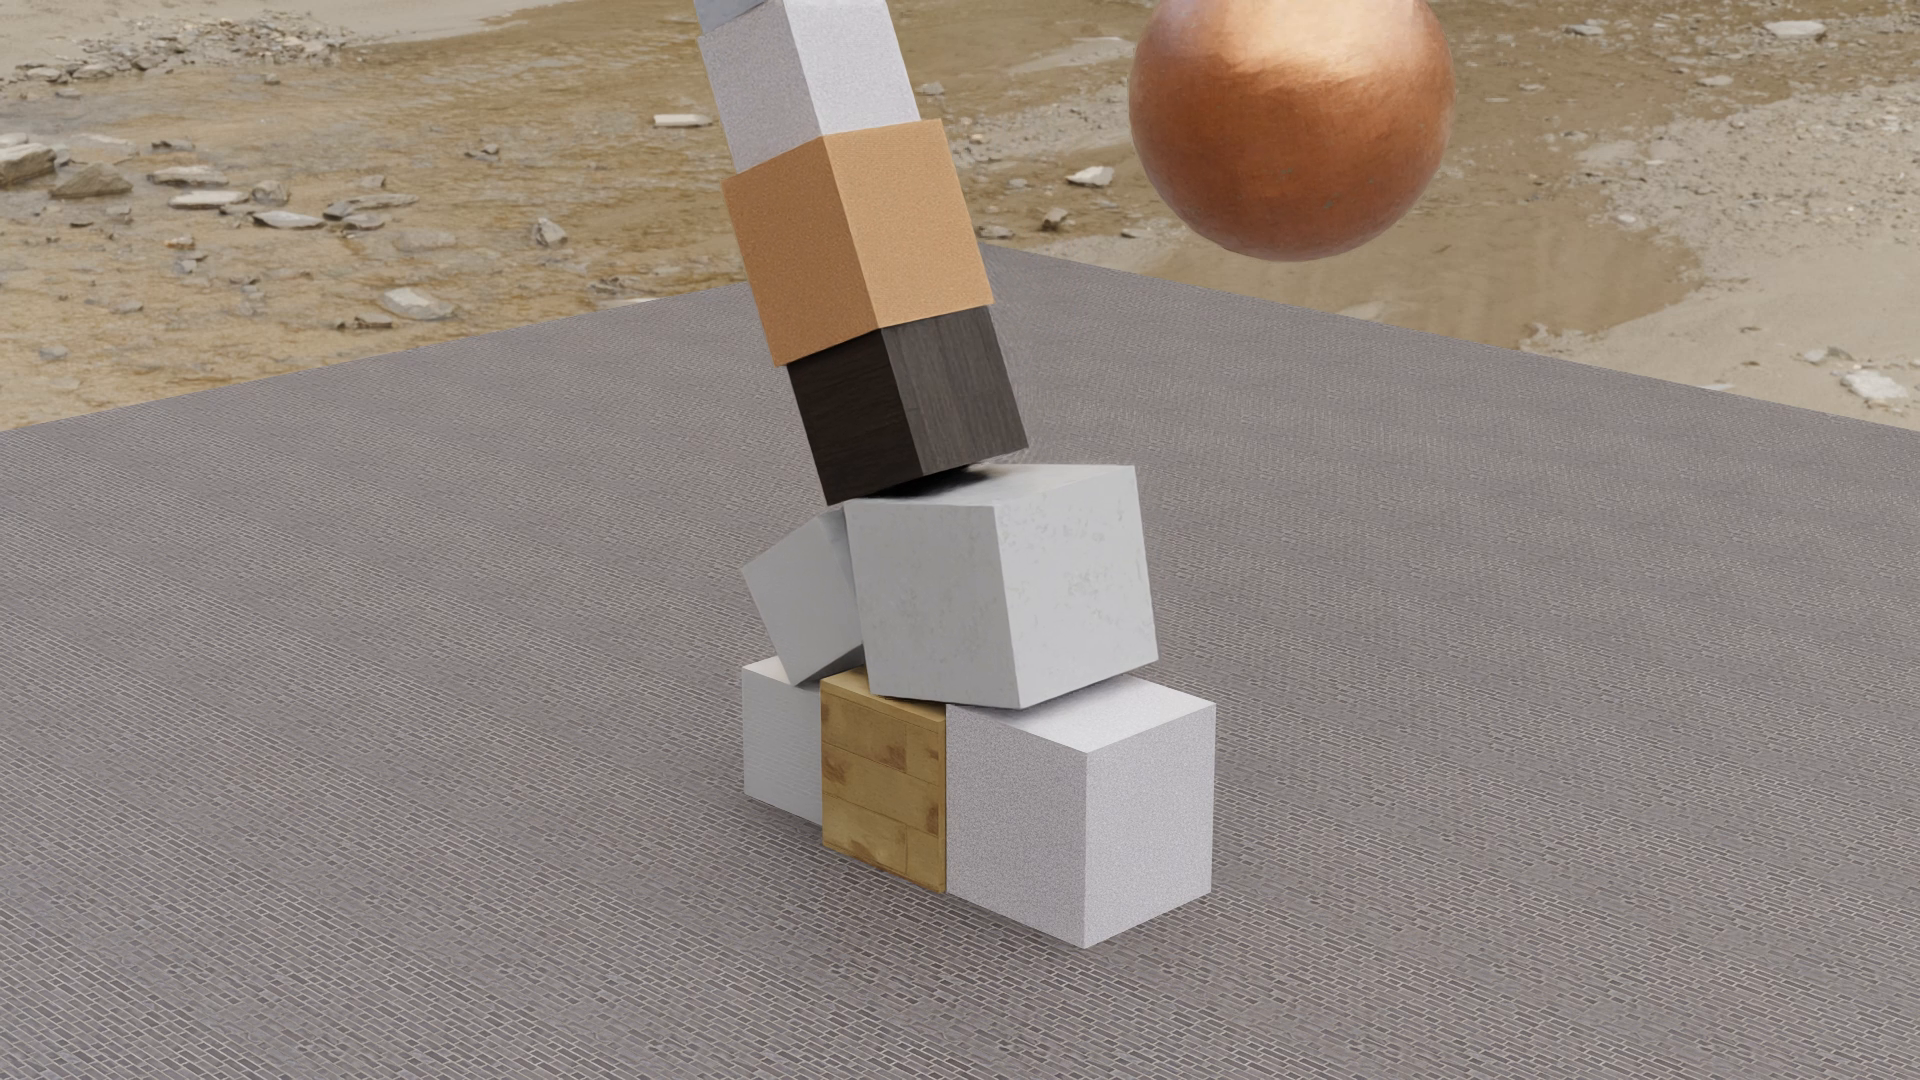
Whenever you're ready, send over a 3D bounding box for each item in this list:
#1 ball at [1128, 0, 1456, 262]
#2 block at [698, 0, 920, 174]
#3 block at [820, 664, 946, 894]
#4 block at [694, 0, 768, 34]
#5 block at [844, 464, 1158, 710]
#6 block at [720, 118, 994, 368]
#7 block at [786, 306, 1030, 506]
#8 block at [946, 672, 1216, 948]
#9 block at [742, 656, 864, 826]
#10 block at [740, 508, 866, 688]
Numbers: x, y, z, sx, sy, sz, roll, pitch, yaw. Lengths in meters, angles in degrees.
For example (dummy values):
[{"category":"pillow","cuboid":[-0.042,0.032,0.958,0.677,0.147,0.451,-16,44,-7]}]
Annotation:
[{"category":"ball","cuboid":[1.623,-2.162,14.363,1.600,1.600,1.600,0,17,0]},{"category":"block","cuboid":[-0.687,-2.095,13.371,0.622,0.661,0.613,-17,0,-44]},{"category":"block","cuboid":[-0.054,1.027,13.696,0.775,0.829,0.896,17,24,42]},{"category":"block","cuboid":[-0.833,-2.730,13.351,0.675,0.641,0.580,-17,0,-41]},{"category":"block","cuboid":[0.186,0.185,13.225,0.897,0.896,0.965,-17,13,-42]},{"category":"block","cuboid":[-0.466,-1.356,13.378,0.753,0.881,0.726,-17,0,-45]},{"category":"block","cuboid":[-0.240,-0.611,13.373,0.676,0.676,0.679,-17,0,-43]},{"category":"block","cuboid":[0.537,1.159,13.138,0.846,0.911,0.848,-17,24,-42]},{"category":"block","cuboid":[-0.584,0.942,14.243,0.609,0.661,0.730,-17,24,-42]},{"category":"block","cuboid":[-0.503,0.226,13.933,0.642,0.622,0.667,-17,-11,-43]}]
